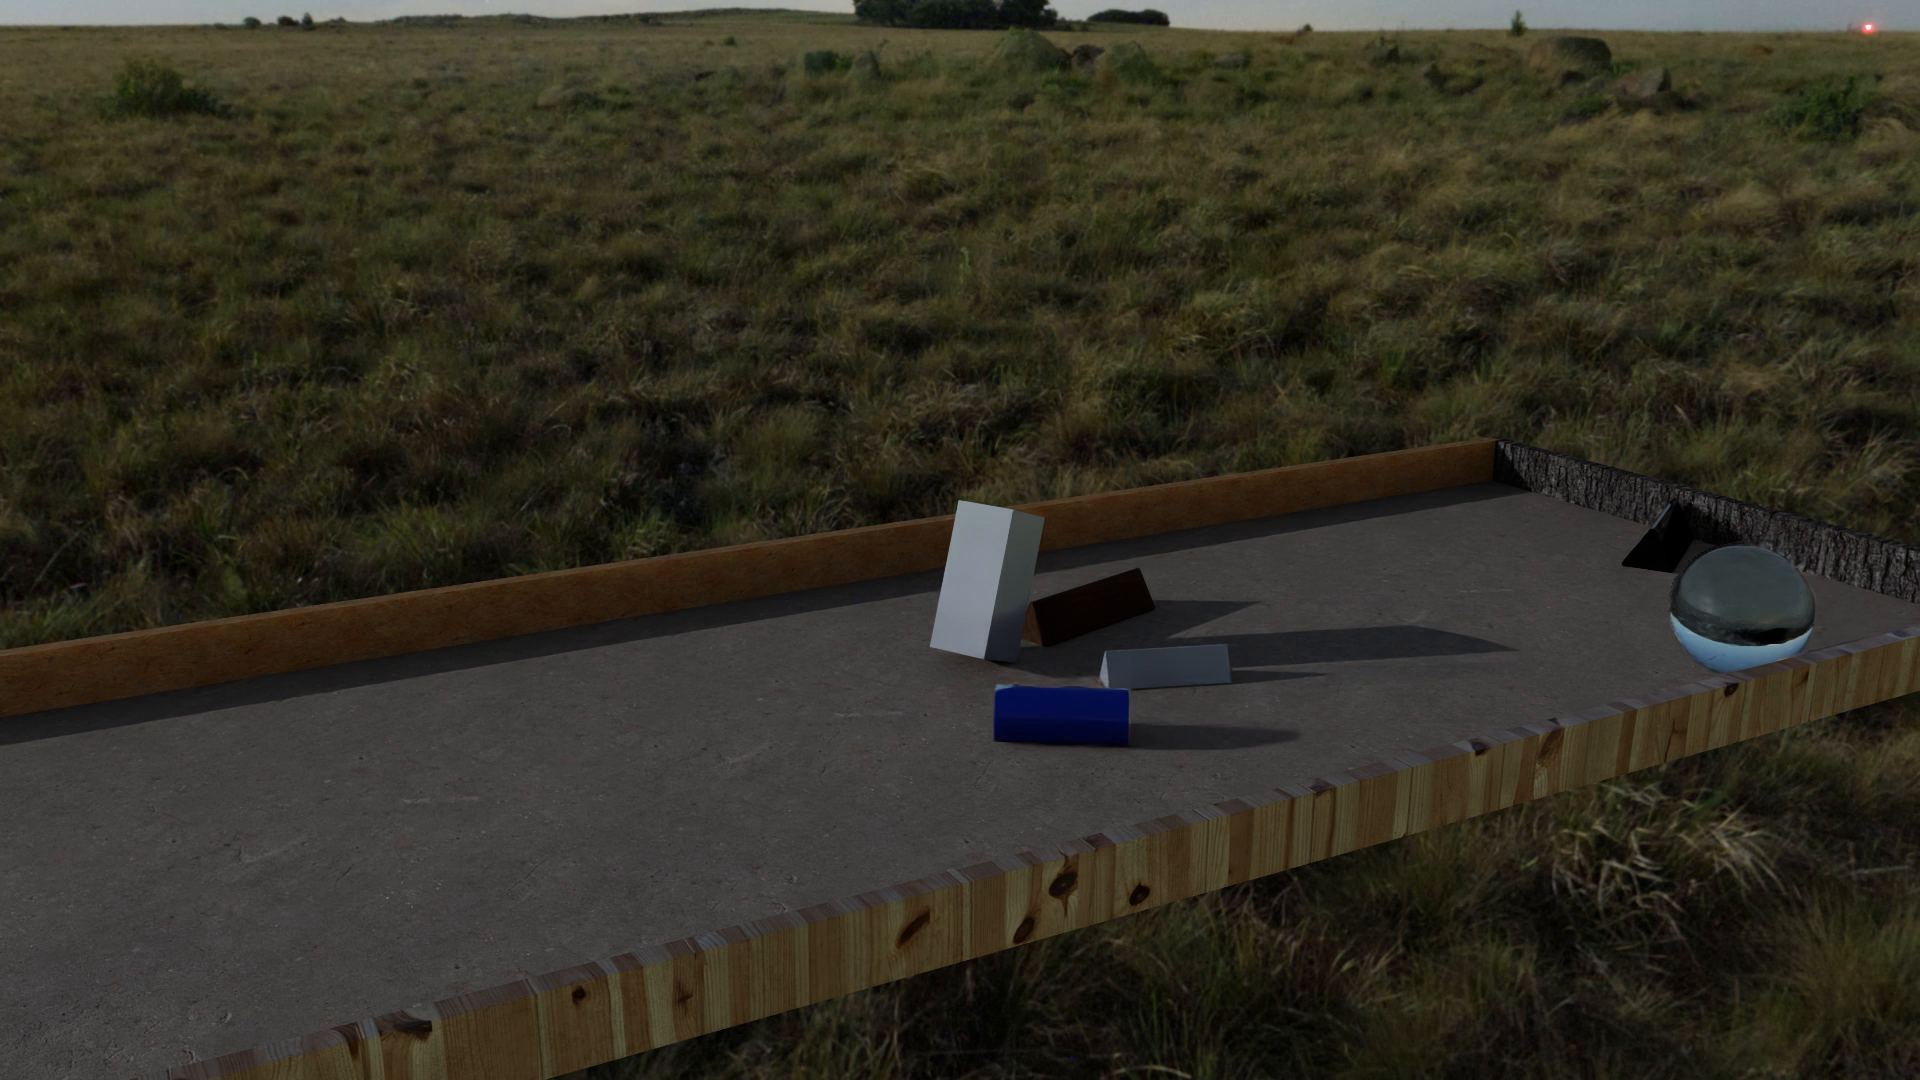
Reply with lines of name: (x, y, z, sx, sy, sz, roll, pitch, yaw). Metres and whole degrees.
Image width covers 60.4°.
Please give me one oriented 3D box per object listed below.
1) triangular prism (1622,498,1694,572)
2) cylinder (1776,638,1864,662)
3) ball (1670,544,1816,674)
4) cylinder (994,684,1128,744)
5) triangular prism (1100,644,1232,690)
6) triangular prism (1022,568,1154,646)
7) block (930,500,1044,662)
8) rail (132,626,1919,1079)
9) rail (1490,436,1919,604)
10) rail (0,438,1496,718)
triangular prism: (2.214, -0.026, 5.204, 0.148, 0.128, 0.429, 10, 19, 30)
cylinder: (2.150, 0.320, 4.070, 0.311, 0.111, 0.111, -8, 18, -27)
ball: (1.969, 0.179, 4.157, 0.333, 0.333, 0.333, 0, 16, 0)
cylinder: (0.232, 0.398, 3.775, 0.303, 0.127, 0.127, 1, 16, 5)
triangular prism: (0.516, 0.310, 4.137, 0.314, 0.086, 0.100, -3, 17, -9)
triangular prism: (0.349, 0.175, 4.558, 0.444, 0.108, 0.125, -15, 22, -42)
block: (0.071, 0.108, 4.251, 0.165, 0.383, 0.165, 11, -1, 32)
rail: (-2.336, 1.006, 1.665, 12.000, 0.150, 0.050, -9, 18, -27)
rail: (2.466, -0.048, 5.253, 0.050, 0.150, 2.100, -9, 18, -27)
rail: (-3.305, 0.497, 3.399, 12.000, 0.150, 0.050, -9, 18, -27)
